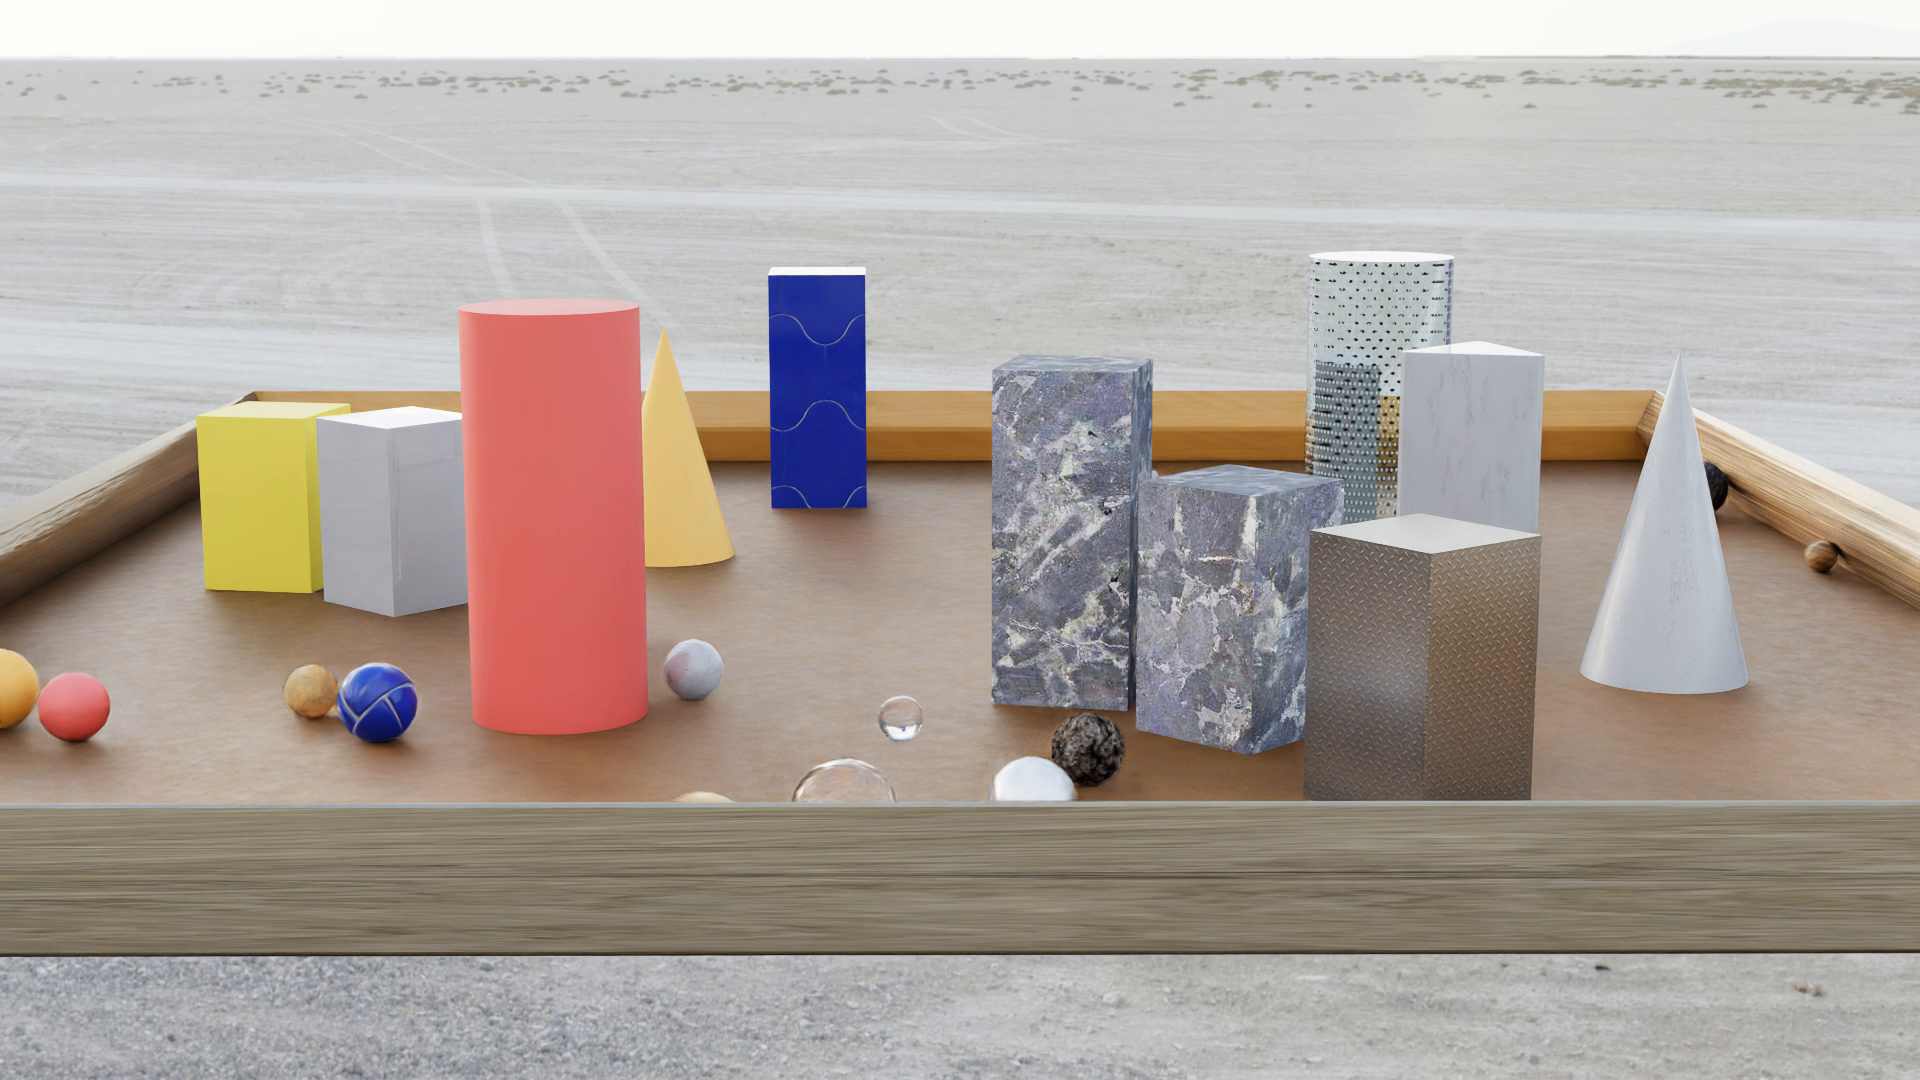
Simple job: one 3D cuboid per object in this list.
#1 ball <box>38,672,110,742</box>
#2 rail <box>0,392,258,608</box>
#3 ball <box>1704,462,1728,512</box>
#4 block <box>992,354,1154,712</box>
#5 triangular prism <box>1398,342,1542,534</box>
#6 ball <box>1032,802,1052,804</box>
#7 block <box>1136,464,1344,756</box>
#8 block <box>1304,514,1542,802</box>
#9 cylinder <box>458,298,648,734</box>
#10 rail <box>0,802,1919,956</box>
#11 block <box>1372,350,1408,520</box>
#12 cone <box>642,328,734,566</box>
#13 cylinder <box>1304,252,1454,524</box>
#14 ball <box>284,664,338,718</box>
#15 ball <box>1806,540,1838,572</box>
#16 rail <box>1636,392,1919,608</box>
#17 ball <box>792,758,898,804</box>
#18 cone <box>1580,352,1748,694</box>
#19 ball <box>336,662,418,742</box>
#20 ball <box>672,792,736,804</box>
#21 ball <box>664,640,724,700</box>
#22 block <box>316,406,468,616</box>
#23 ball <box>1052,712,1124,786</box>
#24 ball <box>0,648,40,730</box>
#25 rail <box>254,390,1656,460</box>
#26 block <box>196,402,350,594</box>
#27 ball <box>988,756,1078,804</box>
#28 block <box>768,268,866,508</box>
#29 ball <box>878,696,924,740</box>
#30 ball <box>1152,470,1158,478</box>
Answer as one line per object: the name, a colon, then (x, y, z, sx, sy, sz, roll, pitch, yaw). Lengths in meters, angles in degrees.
ball: (-0.967, 0.182, 2.800, 0.075, 0.075, 0.075, 0, 10, 0)
rail: (-1.281, 0.035, 3.441, 0.045, 0.129, 2.711, 0, 10, 0)
ball: (1.213, -0.085, 4.204, 0.089, 0.089, 0.089, 0, 10, 0)
block: (0.132, -0.012, 2.990, 0.159, 0.388, 0.159, 2, 11, 13)
triangular prism: (0.658, -0.063, 3.306, 0.172, 0.372, 0.149, 3, 11, 14)
ball: (0.074, 0.274, 2.293, 0.079, 0.079, 0.079, 0, 10, 0)
block: (0.308, 0.072, 2.829, 0.159, 0.280, 0.159, 10, 14, 43)
block: (0.458, 0.127, 2.548, 0.159, 0.274, 0.159, -8, 13, -37)
cylinder: (-0.455, -0.031, 2.884, 0.199, 0.463, 0.199, 0, 10, 0)
rail: (0.008, 0.276, 2.139, 2.608, 0.129, 0.045, 0, 10, 0)
block: (0.733, -0.138, 3.943, 0.159, 0.288, 0.159, 4, 11, 22)
cone: (-0.440, -0.149, 3.843, 0.199, 0.345, 0.199, 0, 10, 0)
cylinder: (0.584, -0.164, 3.600, 0.199, 0.465, 0.199, 0, 10, 0)
ball: (-0.733, 0.171, 2.900, 0.060, 0.060, 0.060, 0, 10, 0)
ball: (1.255, 0.024, 3.737, 0.045, 0.045, 0.045, 0, 10, 0)
rail: (1.281, 0.032, 3.456, 0.045, 0.129, 2.711, 0, 10, 0)
ball: (-0.106, 0.251, 2.362, 0.099, 0.099, 0.099, 0, 10, 0)
cone: (0.853, -0.031, 3.074, 0.199, 0.395, 0.199, 0, 10, 0)
ball: (-0.636, 0.176, 2.798, 0.086, 0.086, 0.086, 0, 10, 0)
ball: (-0.228, 0.270, 2.282, 0.091, 0.091, 0.091, 0, 10, 0)
ball: (-0.310, 0.150, 2.984, 0.070, 0.070, 0.070, 0, 10, 0)
block: (-0.764, -0.042, 3.519, 0.159, 0.254, 0.159, 9, 14, 41)
ball: (0.131, 0.214, 2.630, 0.074, 0.074, 0.074, 0, 10, 0)
ball: (-1.069, 0.165, 2.846, 0.091, 0.091, 0.091, 0, 10, 0)
rail: (-0.008, -0.209, 4.759, 2.608, 0.129, 0.045, 0, 10, 0)
block: (-0.971, -0.063, 3.655, 0.159, 0.246, 0.159, 2, 11, 10)
ball: (0.068, 0.247, 2.422, 0.084, 0.084, 0.084, 0, 10, 0)
block: (-0.238, -0.259, 4.323, 0.159, 0.388, 0.159, 0, 10, -2)
ball: (-0.065, 0.194, 2.802, 0.049, 0.049, 0.049, 0, 10, 0)
ball: (0.320, -0.100, 4.402, 0.046, 0.046, 0.046, 0, 10, 0)
